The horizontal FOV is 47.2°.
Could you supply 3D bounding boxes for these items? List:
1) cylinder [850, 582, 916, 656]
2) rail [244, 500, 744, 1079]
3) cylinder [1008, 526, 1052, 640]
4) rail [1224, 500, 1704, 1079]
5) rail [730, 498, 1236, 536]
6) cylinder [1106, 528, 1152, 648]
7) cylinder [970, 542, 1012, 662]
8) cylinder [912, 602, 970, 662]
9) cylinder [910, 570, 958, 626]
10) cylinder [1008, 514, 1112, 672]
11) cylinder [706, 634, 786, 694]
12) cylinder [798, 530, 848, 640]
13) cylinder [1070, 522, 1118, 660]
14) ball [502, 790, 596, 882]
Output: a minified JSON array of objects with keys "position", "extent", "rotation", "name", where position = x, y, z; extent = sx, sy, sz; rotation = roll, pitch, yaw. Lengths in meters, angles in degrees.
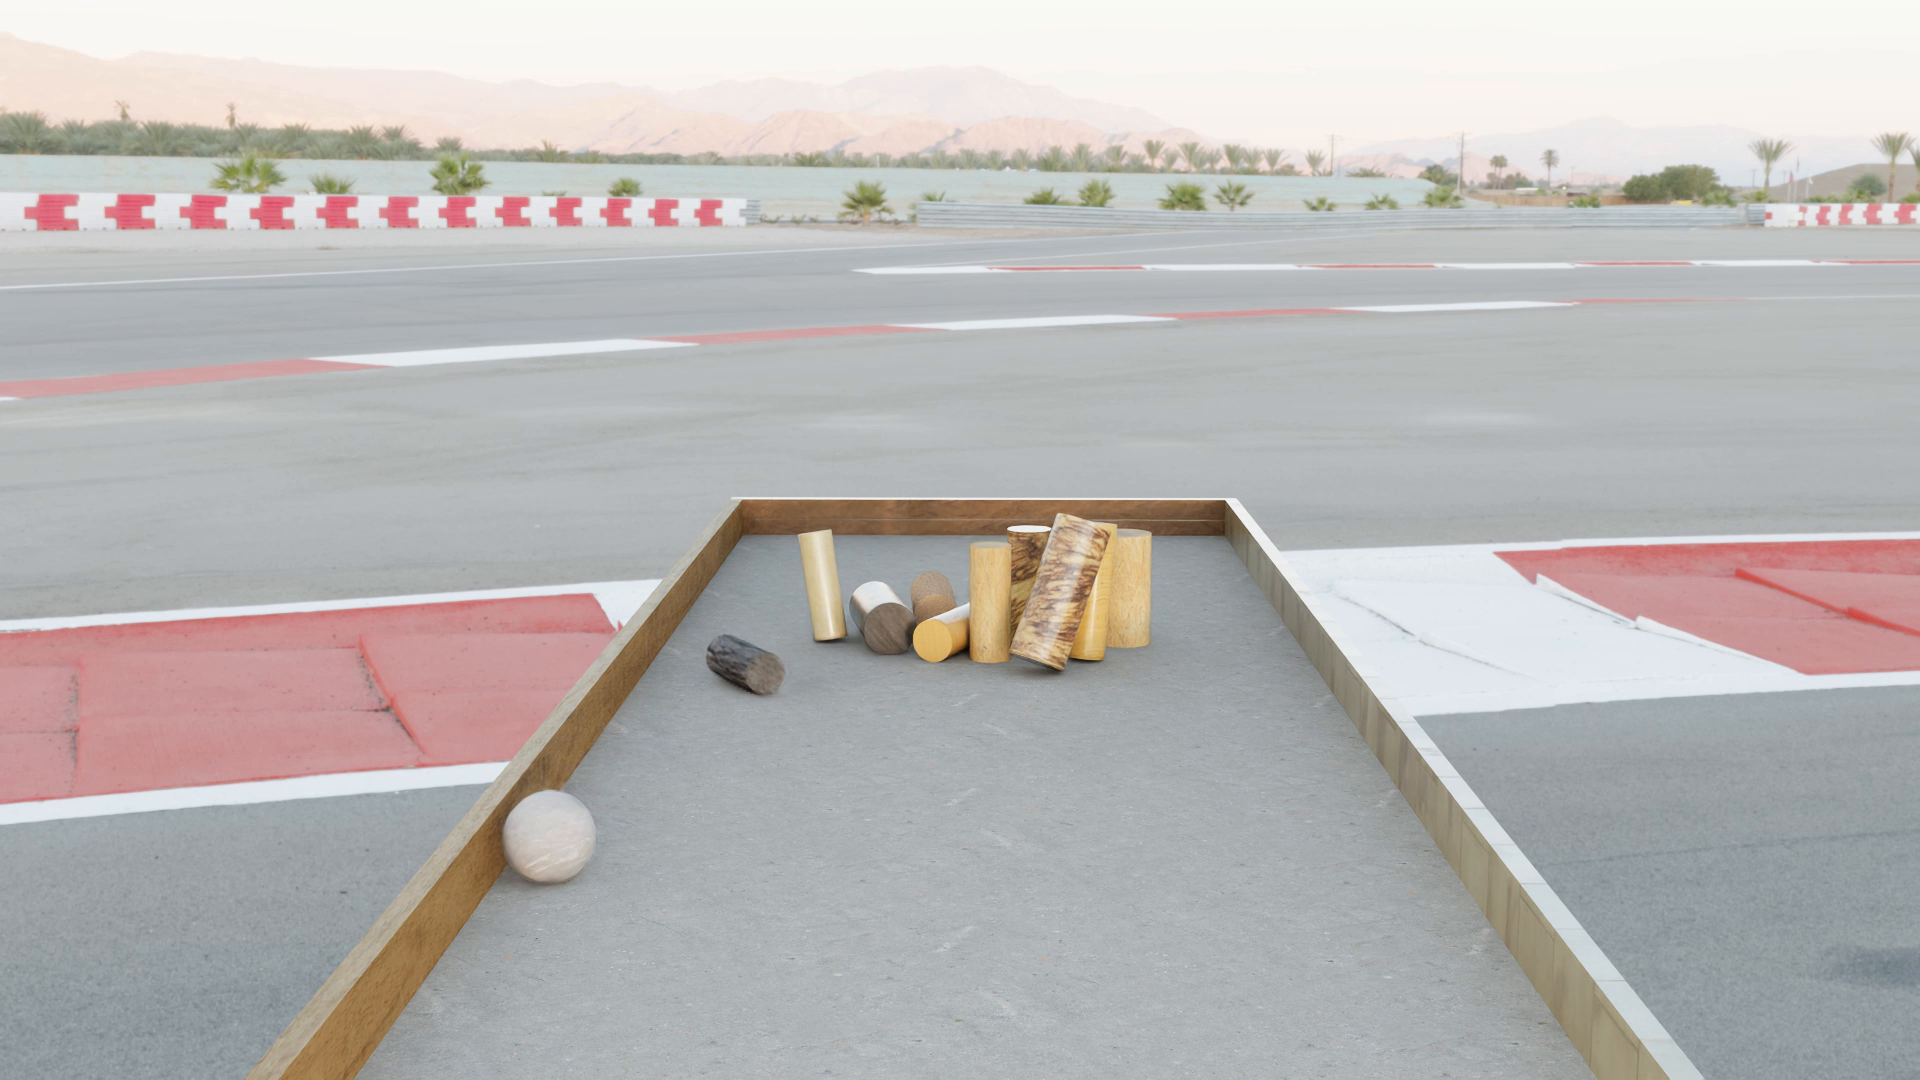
[{"position":[-0.246,0.244,6.942],"extent":[0.164,0.164,0.378],"rotation":[-2,9,-10],"name":"cylinder"},{"position":[-1.004,0.839,3.234],"extent":[0.050,0.150,12.000],"rotation":[0,9,1],"name":"rail"},{"position":[0.218,0.144,6.946],"extent":[0.138,0.362,0.138],"rotation":[0,9,0],"name":"cylinder"},{"position":[1.046,0.843,3.208],"extent":[0.050,0.150,12.000],"rotation":[0,9,1],"name":"rail"},{"position":[0.099,-0.098,9.147],"extent":[2.100,0.150,0.050],"rotation":[0,9,1],"name":"rail"},{"position":[0.516,0.151,6.943],"extent":[0.175,0.350,0.175],"rotation":[0,9,0],"name":"cylinder"},{"position":[0.092,0.188,6.698],"extent":[0.128,0.352,0.128],"rotation":[0,9,0],"name":"cylinder"},{"position":[-0.001,0.277,6.843],"extent":[0.131,0.131,0.401],"rotation":[4,10,24],"name":"cylinder"},{"position":[-0.086,0.209,7.237],"extent":[0.143,0.143,0.432],"rotation":[0,9,-3],"name":"cylinder"},{"position":[0.297,0.156,6.521],"extent":[0.172,0.438,0.172],"rotation":[19,-6,2],"name":"cylinder"},{"position":[-0.622,0.358,6.359],"extent":[0.121,0.121,0.304],"rotation":[-5,10,-28],"name":"cylinder"},{"position":[-0.436,0.143,6.978],"extent":[0.108,0.340,0.108],"rotation":[-9,3,0],"name":"cylinder"},{"position":[0.401,0.153,6.690],"extent":[0.116,0.412,0.116],"rotation":[5,3,0],"name":"cylinder"},{"position":[-0.847,0.612,4.540],"extent":[0.190,0.190,0.190],"rotation":[0,9,0],"name":"ball"}]
